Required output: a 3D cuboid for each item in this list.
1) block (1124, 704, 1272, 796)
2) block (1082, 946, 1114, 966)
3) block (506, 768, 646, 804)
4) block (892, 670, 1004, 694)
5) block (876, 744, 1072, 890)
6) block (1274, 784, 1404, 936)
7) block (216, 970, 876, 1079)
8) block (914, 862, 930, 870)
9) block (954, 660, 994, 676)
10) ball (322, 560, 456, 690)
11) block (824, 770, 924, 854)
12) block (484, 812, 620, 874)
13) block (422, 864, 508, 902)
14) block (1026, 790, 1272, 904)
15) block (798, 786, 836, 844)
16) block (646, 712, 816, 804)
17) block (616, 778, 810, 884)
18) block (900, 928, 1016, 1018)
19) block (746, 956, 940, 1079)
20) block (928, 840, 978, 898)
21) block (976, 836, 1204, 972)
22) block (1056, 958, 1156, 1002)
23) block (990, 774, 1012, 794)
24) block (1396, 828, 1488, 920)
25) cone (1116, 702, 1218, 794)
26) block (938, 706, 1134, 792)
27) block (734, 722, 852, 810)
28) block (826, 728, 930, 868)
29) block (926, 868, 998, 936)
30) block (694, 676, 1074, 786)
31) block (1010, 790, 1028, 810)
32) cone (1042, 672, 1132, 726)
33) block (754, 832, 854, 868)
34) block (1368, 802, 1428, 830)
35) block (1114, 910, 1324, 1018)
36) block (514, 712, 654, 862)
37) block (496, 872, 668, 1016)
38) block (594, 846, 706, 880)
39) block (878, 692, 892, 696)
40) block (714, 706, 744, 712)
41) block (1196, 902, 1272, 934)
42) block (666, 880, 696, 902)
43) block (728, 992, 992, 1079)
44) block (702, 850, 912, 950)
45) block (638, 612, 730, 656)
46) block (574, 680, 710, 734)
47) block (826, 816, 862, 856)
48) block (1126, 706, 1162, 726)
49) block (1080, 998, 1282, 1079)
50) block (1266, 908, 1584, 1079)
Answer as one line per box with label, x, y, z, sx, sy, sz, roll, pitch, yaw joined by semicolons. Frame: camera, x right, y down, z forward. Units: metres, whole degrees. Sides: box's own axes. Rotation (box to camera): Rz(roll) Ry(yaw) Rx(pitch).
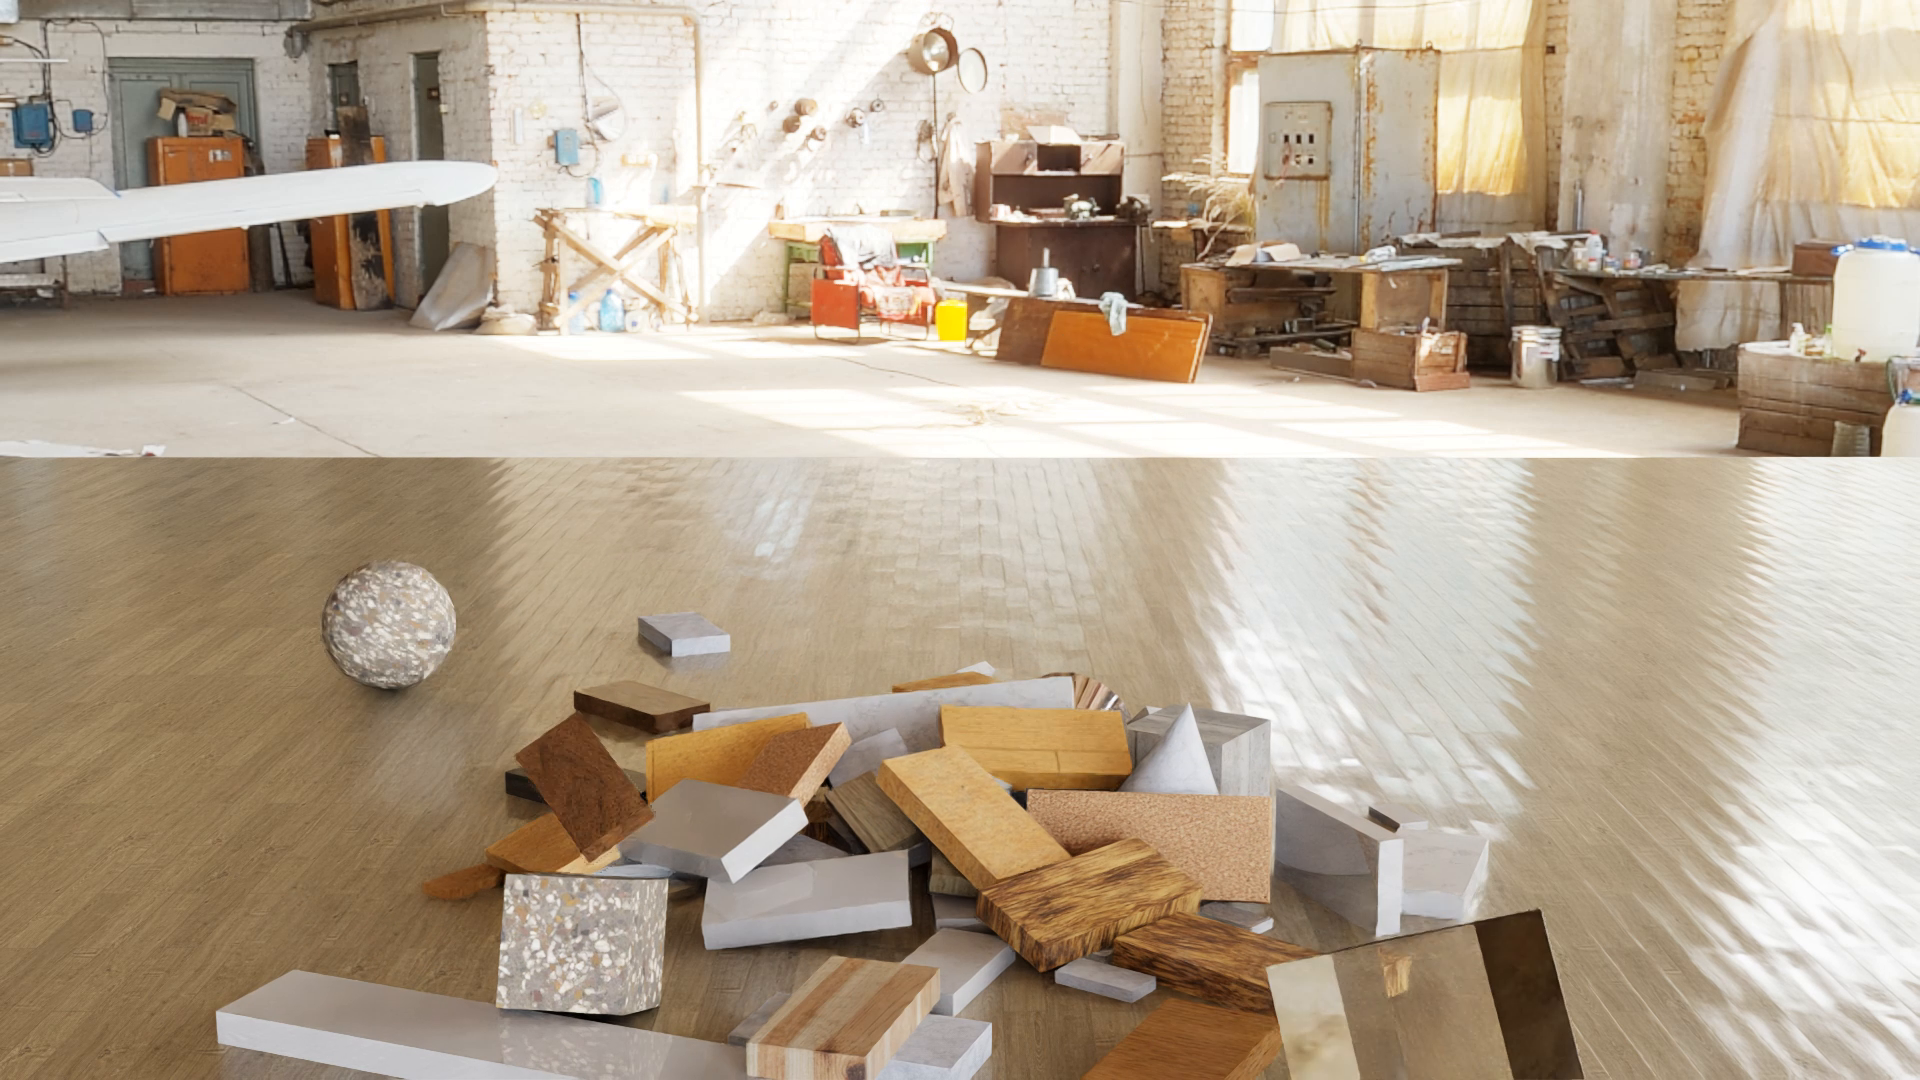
block;0.427;0.430;3.982;0.201;0.201;0.201;7;12;32
block;0.188;0.629;3.406;0.135;0.019;0.067;8;13;38
block;-0.704;0.471;4.189;0.306;0.043;0.153;8;13;36
block;0.005;0.381;4.260;0.195;0.195;0.195;-8;13;-36
block;0.022;0.460;3.606;0.163;0.046;0.326;-8;36;-38
block;0.617;0.522;3.609;0.044;0.156;0.312;-4;11;-22
block;-0.572;0.696;2.967;0.932;0.047;0.166;4;11;22
block;0.007;0.528;3.903;0.132;0.037;0.264;3;11;13
block;-0.012;0.344;4.464;0.029;0.208;0.104;40;29;23
ball;-1.297;0.192;4.998;0.297;0.297;0.297;0;11;0
block;-0.148;0.472;3.746;0.092;0.026;0.184;-26;40;-18
block;-0.691;0.529;3.715;0.131;0.037;0.262;-30;19;-29
block;-0.832;0.575;3.698;0.065;0.018;0.130;8;13;37
block;0.308;0.503;3.617;0.400;0.169;0.048;0;-13;13
block;-0.285;0.489;4.098;0.146;0.041;0.370;0;11;0
block;-0.423;0.419;4.048;0.306;0.153;0.043;-11;-35;6
block;-0.418;0.478;3.648;0.169;0.048;0.338;-37;23;-33
block;-0.018;0.644;3.286;0.121;0.034;0.243;4;11;23
block;-0.152;0.648;2.974;0.162;0.046;0.323;3;11;16
block;0.013;0.505;3.632;0.122;0.034;0.243;8;25;-3
block;0.204;0.564;3.432;0.326;0.046;0.163;-13;33;-36
block;0.216;0.654;3.271;0.135;0.019;0.068;8;13;35
block;0.020;0.446;3.698;0.050;0.014;0.191;26;29;20
block;0.792;0.560;3.709;0.156;0.044;0.312;4;11;20
cone;0.363;0.409;3.721;0.290;0.290;0.290;8;16;-2
block;0.131;0.368;3.869;0.326;0.046;0.163;2;38;-8
block;-0.315;0.422;3.815;0.149;0.042;0.297;-13;22;28
block;-0.128;0.456;3.817;0.148;0.042;0.297;-20;38;-11
block;0.014;0.589;3.579;0.121;0.034;0.243;-1;11;-4
block;-0.143;0.366;4.080;0.717;0.153;0.043;-6;-28;8
block;0.108;0.450;4.033;0.264;0.037;0.132;-14;16;-30
cone;0.194;0.421;4.297;0.231;0.231;0.231;5;38;23
block;-0.246;0.557;3.667;0.297;0.042;0.148;15;18;40
block;0.806;0.511;4.050;0.058;0.016;0.115;-4;11;-19
block;0.414;0.638;3.281;0.338;0.048;0.169;10;14;42
block;-0.446;0.290;2.602;0.092;0.026;0.184;-35;50;-12
block;-0.535;0.572;3.133;0.183;0.183;0.183;2;-8;8
block;-0.553;0.552;3.772;0.262;0.037;0.131;-3;11;-17
block;-0.102;0.362;4.656;0.208;0.029;0.104;8;13;37
block;-0.504;0.385;4.723;0.065;0.018;0.130;2;11;11
block;0.437;0.608;3.527;0.115;0.016;0.058;9;14;41
block;-0.495;0.587;3.648;0.050;0.014;0.100;10;15;44
block;-0.136;0.690;3.007;0.323;0.046;0.162;4;11;20
block;-0.239;0.568;3.478;0.323;0.046;0.162;-7;21;1
block;-0.689;0.233;5.479;0.146;0.041;0.292;-5;12;-24
block;-0.693;0.362;4.785;0.146;0.041;0.292;-10;15;-44
block;-0.076;0.480;3.891;0.300;0.037;0.131;-19;19;-18
block;0.417;0.387;4.293;0.234;0.117;0.033;13;42;-38
block;0.293;0.703;2.929;0.167;0.047;0.333;5;12;27
block;0.566;0.607;2.679;0.245;0.245;0.245;-5;-15;-26
